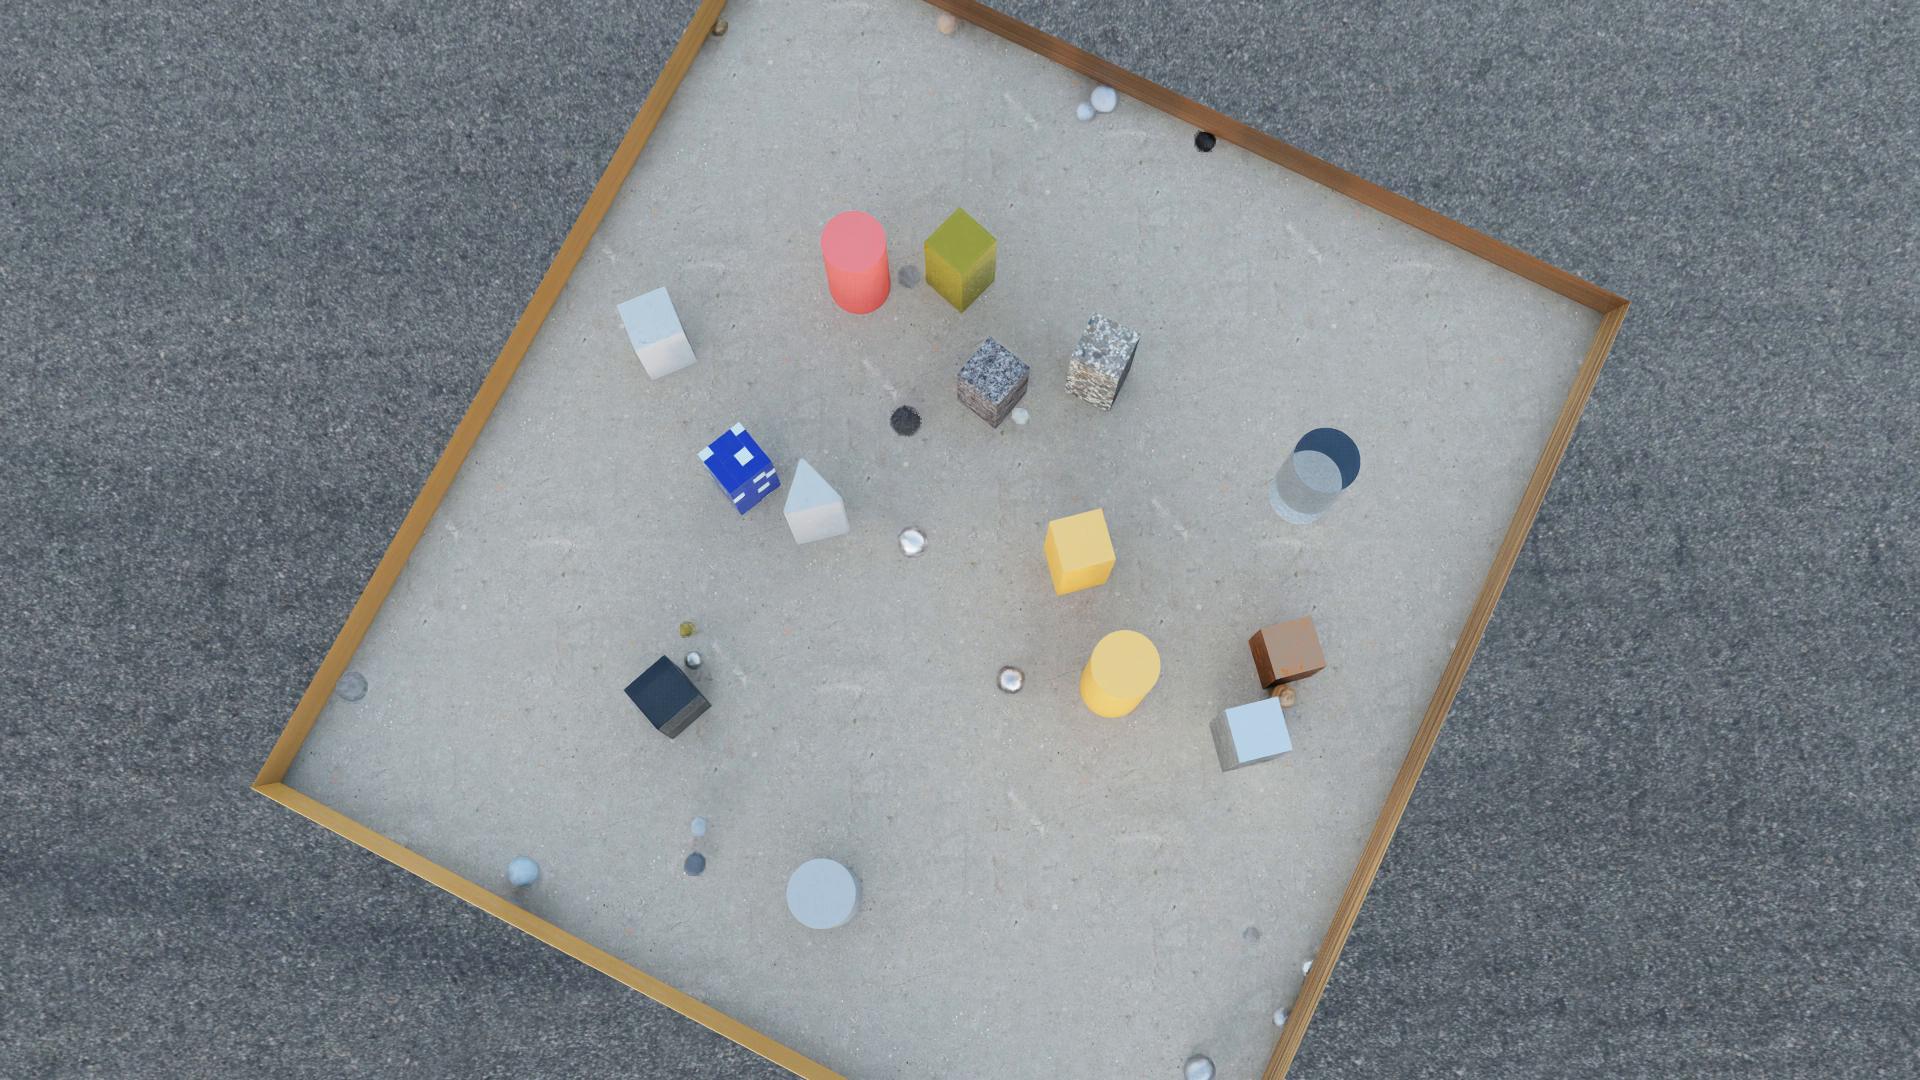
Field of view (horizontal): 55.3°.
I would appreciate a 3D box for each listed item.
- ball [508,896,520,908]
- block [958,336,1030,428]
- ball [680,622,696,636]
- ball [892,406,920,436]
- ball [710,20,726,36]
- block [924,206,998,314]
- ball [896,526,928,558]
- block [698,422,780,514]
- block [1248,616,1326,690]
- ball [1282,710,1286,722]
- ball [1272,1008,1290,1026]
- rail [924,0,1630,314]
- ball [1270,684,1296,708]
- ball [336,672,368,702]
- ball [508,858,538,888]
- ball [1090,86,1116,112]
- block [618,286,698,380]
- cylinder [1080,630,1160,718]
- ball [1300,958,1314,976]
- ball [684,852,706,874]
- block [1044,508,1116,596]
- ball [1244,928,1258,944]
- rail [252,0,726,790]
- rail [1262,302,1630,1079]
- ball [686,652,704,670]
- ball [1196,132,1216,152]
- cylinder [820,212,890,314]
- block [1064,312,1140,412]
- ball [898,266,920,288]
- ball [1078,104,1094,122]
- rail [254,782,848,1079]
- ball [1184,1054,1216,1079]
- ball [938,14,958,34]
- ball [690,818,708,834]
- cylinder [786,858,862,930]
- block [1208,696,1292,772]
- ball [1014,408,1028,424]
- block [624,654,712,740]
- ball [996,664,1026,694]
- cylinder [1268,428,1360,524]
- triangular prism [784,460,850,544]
[{"bbox_3d":[-1.309,1.067,5.375,0.041,0.041,0.041,0,78,0],"label":"ball"},{"bbox_3d":[0.099,-0.476,5.580,0.154,0.264,0.154,39,81,7],"label":"block"},{"bbox_3d":[-0.822,0.269,5.538,0.045,0.045,0.045,0,78,0],"label":"ball"},{"bbox_3d":[-0.167,-0.369,5.647,0.090,0.090,0.090,0,78,0],"label":"ball"},{"bbox_3d":[-0.782,-1.657,5.933,0.052,0.052,0.052,0,78,0],"label":"ball"},{"bbox_3d":[0.002,-0.853,5.614,0.154,0.350,0.154,43,81,8],"label":"block"},{"bbox_3d":[-0.147,0.005,5.566,0.096,0.096,0.096,0,78,0],"label":"ball"},{"bbox_3d":[-0.660,-0.210,5.509,0.154,0.296,0.154,-39,81,-7],"label":"block"},{"bbox_3d":[0.967,0.335,5.426,0.154,0.237,0.154,-15,79,-3],"label":"block"},{"bbox_3d":[0.938,0.531,5.471,0.069,0.069,0.069,0,78,0],"label":"ball"},{"bbox_3d":[0.931,1.382,5.305,0.050,0.050,0.050,0,78,0],"label":"ball"},{"bbox_3d":[0.700,-1.365,5.834,3.033,0.125,0.045,26,80,5],"label":"rail"},{"bbox_3d":[0.966,0.467,5.482,0.073,0.073,0.073,0,78,0],"label":"ball"},{"bbox_3d":[-1.817,0.439,5.480,0.088,0.088,0.088,0,78,0],"label":"ball"},{"bbox_3d":[-1.281,0.976,5.370,0.088,0.088,0.088,0,78,0],"label":"ball"},{"bbox_3d":[0.460,-1.412,5.866,0.084,0.084,0.084,0,78,0],"label":"ball"},{"bbox_3d":[-0.921,-0.627,5.591,0.154,0.305,0.154,-23,79,-5],"label":"block"},{"bbox_3d":[0.457,0.392,5.291,0.192,0.479,0.192,0,78,0],"label":"cylinder"},{"bbox_3d":[1.014,1.243,5.336,0.046,0.046,0.046,0,78,0],"label":"ball"},{"bbox_3d":[-0.777,0.950,5.388,0.063,0.063,0.063,0,78,0],"label":"ball"},{"bbox_3d":[0.350,0.040,5.413,0.154,0.382,0.154,-14,79,-3],"label":"block"},{"bbox_3d":[0.851,1.156,5.355,0.045,0.045,0.045,0,78,0],"label":"ball"},{"bbox_3d":[-1.335,-0.647,5.686,0.045,0.125,3.180,26,80,5],"label":"rail"},{"bbox_3d":[1.335,0.660,5.415,0.045,0.125,3.180,26,80,5],"label":"rail"},{"bbox_3d":[-0.800,0.363,5.514,0.054,0.054,0.054,0,78,0],"label":"ball"},{"bbox_3d":[0.782,-1.271,5.847,0.064,0.064,0.064,0,78,0],"label":"ball"},{"bbox_3d":[-0.315,-0.842,5.596,0.192,0.381,0.192,0,78,0],"label":"cylinder"},{"bbox_3d":[0.428,-0.533,5.544,0.154,0.358,0.154,26,79,5],"label":"block"},{"bbox_3d":[-0.159,-0.825,5.754,0.065,0.065,0.065,0,78,0],"label":"ball"},{"bbox_3d":[0.403,-1.370,5.872,0.055,0.055,0.055,0,78,0],"label":"ball"},{"bbox_3d":[-0.700,1.378,5.267,3.033,0.125,0.045,26,80,5],"label":"rail"},{"bbox_3d":[0.689,1.521,5.257,0.089,0.089,0.089,0,78,0],"label":"ball"},{"bbox_3d":[-0.038,-1.670,5.928,0.067,0.067,0.067,0,78,0],"label":"ball"},{"bbox_3d":[-0.772,0.845,5.417,0.048,0.048,0.048,0,78,0],"label":"ball"},{"bbox_3d":[-0.384,1.013,5.236,0.192,0.334,0.192,0,78,0],"label":"cylinder"},{"bbox_3d":[0.839,0.568,5.318,0.154,0.355,0.154,-14,79,-3],"label":"block"},{"bbox_3d":[0.189,-0.382,5.671,0.048,0.048,0.048,0,78,0],"label":"ball"},{"bbox_3d":[-0.854,0.464,5.375,0.154,0.284,0.154,-41,81,-8],"label":"block"},{"bbox_3d":[0.153,0.418,5.485,0.088,0.088,0.088,0,78,0],"label":"ball"},{"bbox_3d":[1.047,-0.185,5.437,0.192,0.427,0.192,0,78,0],"label":"cylinder"},{"bbox_3d":[-0.435,-0.120,5.423,0.166,0.428,0.144,-13,79,-3],"label":"triangular prism"}]
